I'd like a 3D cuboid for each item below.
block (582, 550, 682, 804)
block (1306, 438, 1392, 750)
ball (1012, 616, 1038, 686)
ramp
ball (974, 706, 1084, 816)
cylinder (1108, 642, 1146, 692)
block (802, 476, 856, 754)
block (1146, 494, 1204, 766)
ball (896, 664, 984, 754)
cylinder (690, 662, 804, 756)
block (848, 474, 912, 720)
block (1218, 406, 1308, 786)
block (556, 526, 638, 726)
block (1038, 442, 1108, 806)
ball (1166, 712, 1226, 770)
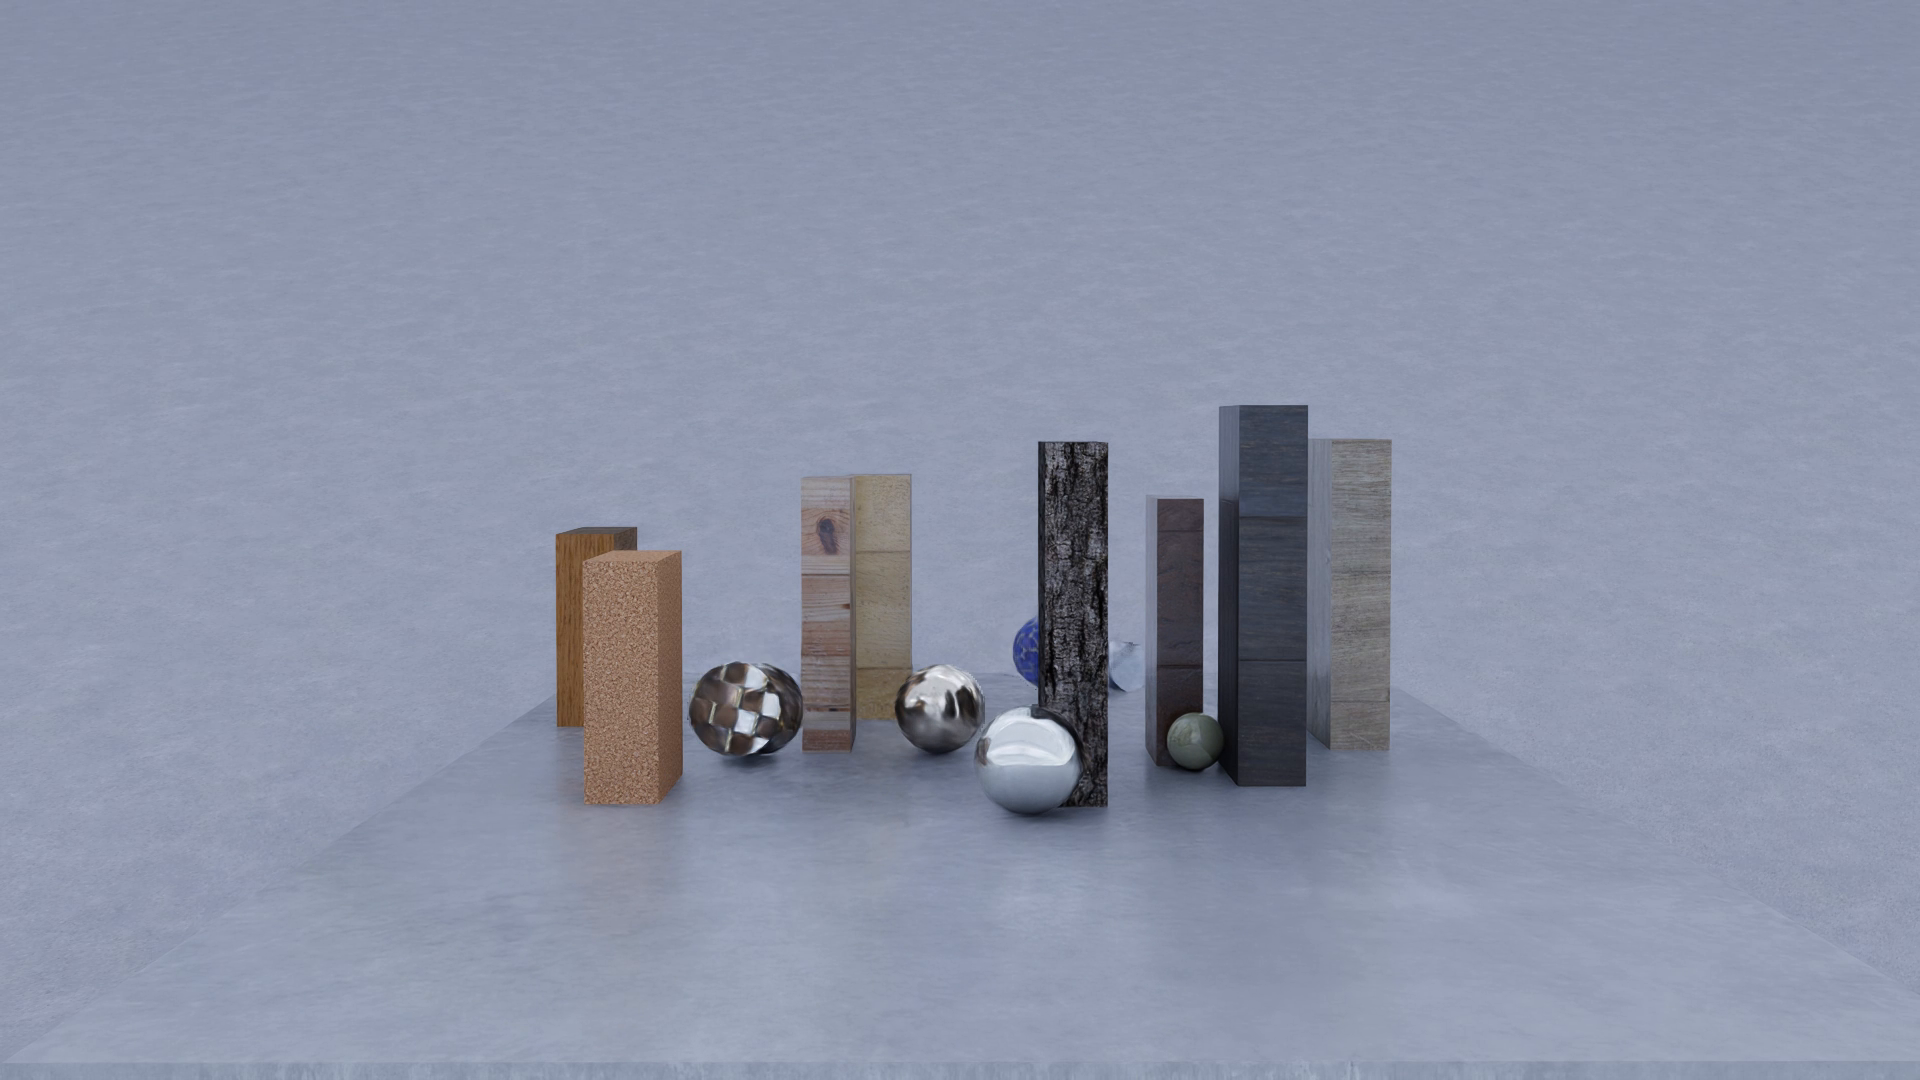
[{"bbox_3d":[-0.562,0.229,4.448,0.123,0.403,0.377,0,3,0],"label":"block"},{"bbox_3d":[0.772,0.098,5.151,0.115,0.600,0.384,0,3,0],"label":"block"},{"bbox_3d":[0.197,0.247,5.704,0.163,0.163,0.163,0,23,0],"label":"ball"},{"bbox_3d":[0.053,0.476,4.537,2.000,0.100,4.000,0,3,0],"label":"ramp"},{"bbox_3d":[0.112,0.355,4.149,0.176,0.176,0.176,0,23,0],"label":"ball"},{"bbox_3d":[0.382,0.300,6.116,0.111,0.111,0.111,-11,6,-24],"label":"cylinder"},{"bbox_3d":[-0.257,0.139,5.065,0.093,0.527,0.292,0,3,0],"label":"block"},{"bbox_3d":[0.405,0.164,4.873,0.085,0.493,0.284,0,3,0],"label":"block"},{"bbox_3d":[-0.040,0.324,4.931,0.169,0.169,0.169,0,23,0],"label":"ball"},{"bbox_3d":[-0.399,0.318,4.834,0.174,0.174,0.174,5,-3,11],"label":"cylinder"},{"bbox_3d":[-0.175,0.118,5.621,0.137,0.521,0.247,0,3,0],"label":"block"},{"bbox_3d":[0.542,0.090,4.634,0.119,0.662,0.349,0,3,0],"label":"block"},{"bbox_3d":[-0.782,0.180,5.563,0.121,0.402,0.396,0,3,0],"label":"block"},{"bbox_3d":[0.191,0.132,4.409,0.103,0.599,0.371,0,3,0],"label":"block"},{"bbox_3d":[0.430,0.366,4.687,0.106,0.106,0.106,0,23,0],"label":"ball"}]
